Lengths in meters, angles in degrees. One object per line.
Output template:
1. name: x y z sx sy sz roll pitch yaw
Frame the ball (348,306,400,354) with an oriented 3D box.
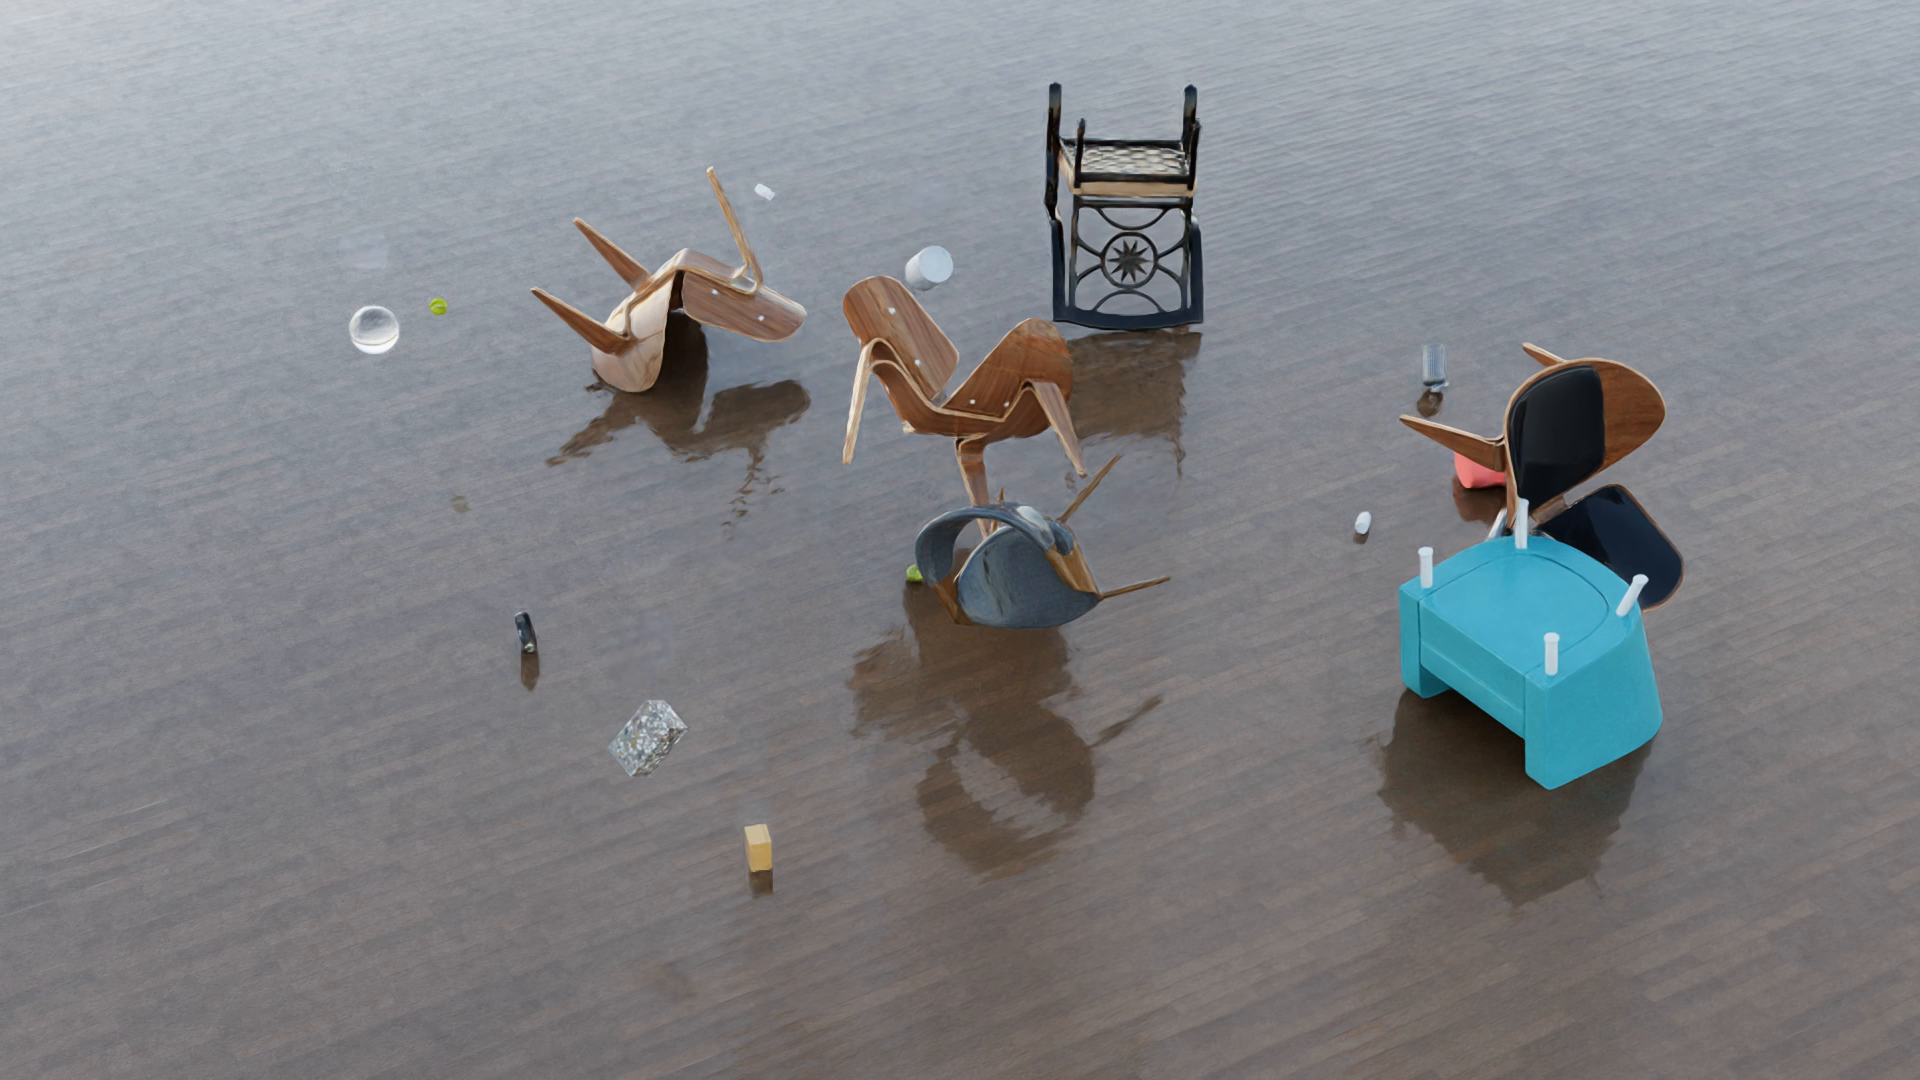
1. ball: -2.229 -0.799 11.151 0.188 0.188 0.188 0 33 0

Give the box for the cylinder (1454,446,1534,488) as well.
1. cylinder: 2.049 -0.280 11.247 0.241 0.129 0.252 -4 23 -5

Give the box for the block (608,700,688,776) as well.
1. block: -0.969 0.616 9.101 0.127 0.209 0.099 47 18 24

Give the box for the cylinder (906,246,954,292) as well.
1. cylinder: -0.128 -1.118 12.076 0.150 0.155 0.175 2 -8 -19

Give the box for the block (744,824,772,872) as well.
1. block: -0.643 0.982 9.352 0.069 0.111 0.094 -8 34 -11
